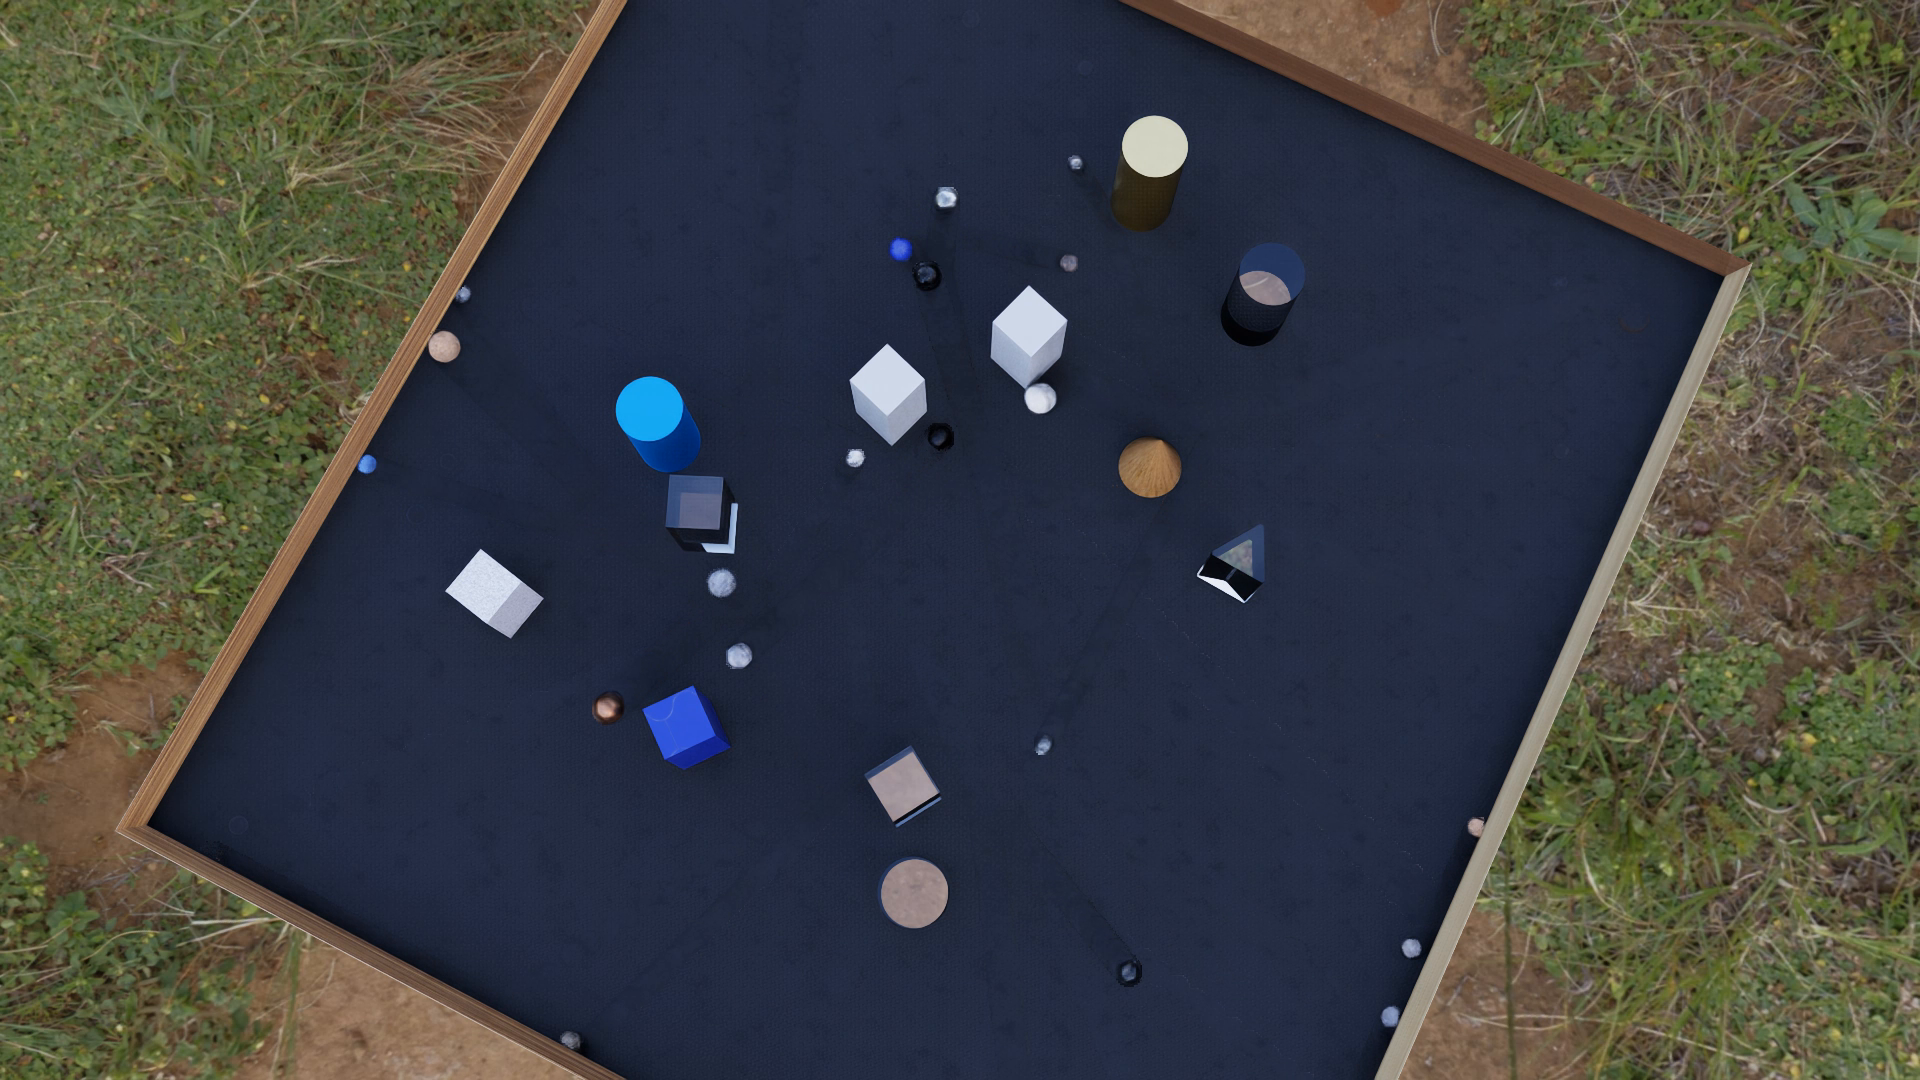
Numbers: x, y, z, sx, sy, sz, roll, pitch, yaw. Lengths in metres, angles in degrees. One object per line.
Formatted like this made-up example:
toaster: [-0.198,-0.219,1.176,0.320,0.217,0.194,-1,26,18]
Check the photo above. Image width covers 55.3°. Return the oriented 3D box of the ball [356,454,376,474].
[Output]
ball: [-1.825,-0.232,5.635,0.058,0.058,0.058,0,78,0]

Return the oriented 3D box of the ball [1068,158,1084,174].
ball: [0.372,-1.193,5.838,0.050,0.050,0.050,0,78,0]

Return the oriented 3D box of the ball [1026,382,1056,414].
ball: [0.249,-0.438,5.658,0.097,0.097,0.097,0,78,0]

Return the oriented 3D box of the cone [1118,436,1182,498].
cone: [0.587,-0.259,5.504,0.194,0.326,0.194,0,78,0]

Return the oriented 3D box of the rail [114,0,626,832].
rail: [-1.592,-0.773,5.711,0.045,0.126,3.744,26,80,5]

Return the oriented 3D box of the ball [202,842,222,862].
ball: [-2.202,0.920,5.398,0.056,0.056,0.056,0,78,0]

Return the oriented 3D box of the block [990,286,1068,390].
block: [0.206,-0.608,5.564,0.156,0.350,0.156,43,82,8]

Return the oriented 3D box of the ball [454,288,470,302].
ball: [-1.562,-0.769,5.751,0.048,0.048,0.048,0,78,0]

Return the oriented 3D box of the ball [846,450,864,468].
ball: [-0.324,-0.250,5.641,0.053,0.053,0.053,0,78,0]

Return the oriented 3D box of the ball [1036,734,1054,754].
ball: [0.252,0.608,5.462,0.055,0.055,0.055,0,78,0]

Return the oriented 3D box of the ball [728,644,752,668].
ball: [-0.662,0.347,5.506,0.075,0.075,0.075,0,78,0]

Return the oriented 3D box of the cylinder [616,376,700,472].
cylinder: [-0.900,-0.342,5.494,0.194,0.378,0.194,0,78,0]

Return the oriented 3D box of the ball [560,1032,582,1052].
ball: [-1.122,1.449,5.287,0.058,0.058,0.058,0,78,0]

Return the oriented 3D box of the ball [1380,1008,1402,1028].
ball: [1.248,1.383,5.300,0.059,0.059,0.059,0,78,0]

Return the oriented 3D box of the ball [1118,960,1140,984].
ball: [0.491,1.255,5.322,0.069,0.069,0.069,0,78,0]

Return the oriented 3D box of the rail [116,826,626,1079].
rail: [-0.827,1.626,5.215,3.608,0.126,0.045,26,80,5]

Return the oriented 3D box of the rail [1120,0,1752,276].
rail: [0.827,-1.612,5.885,3.608,0.126,0.045,26,80,5]

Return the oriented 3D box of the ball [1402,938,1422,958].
ball: [1.317,1.189,5.342,0.056,0.056,0.056,0,78,0]

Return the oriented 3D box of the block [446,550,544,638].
block: [-1.377,0.163,5.436,0.156,0.289,0.156,37,81,7]

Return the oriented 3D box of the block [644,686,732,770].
block: [-0.788,0.548,5.318,0.156,0.363,0.156,-25,79,-5]

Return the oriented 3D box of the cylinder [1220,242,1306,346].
cylinder: [0.916,-0.741,5.569,0.194,0.393,0.194,0,78,0]

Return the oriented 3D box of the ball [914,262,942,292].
ball: [-0.101,-0.825,5.742,0.089,0.089,0.089,0,78,0]

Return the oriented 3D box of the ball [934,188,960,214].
ball: [-0.043,-1.072,5.797,0.081,0.081,0.081,0,78,0]

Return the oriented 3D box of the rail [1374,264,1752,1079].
rail: [1.592,0.786,5.388,0.045,0.126,3.744,26,80,5]

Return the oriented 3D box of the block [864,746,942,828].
block: [-0.163,0.716,5.304,0.156,0.322,0.156,-32,80,-6]

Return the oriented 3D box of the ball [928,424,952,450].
ball: [-0.061,-0.317,5.644,0.075,0.075,0.075,0,78,0]

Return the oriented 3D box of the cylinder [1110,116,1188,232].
cylinder: [0.576,-1.118,5.624,0.194,0.438,0.194,0,78,0]

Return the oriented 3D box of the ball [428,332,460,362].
ball: [-1.602,-0.600,5.691,0.097,0.097,0.097,0,78,0]

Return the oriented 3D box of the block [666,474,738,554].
block: [-0.766,-0.074,5.455,0.156,0.347,0.156,3,78,1]

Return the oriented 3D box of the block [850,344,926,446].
block: [-0.213,-0.434,5.530,0.156,0.346,0.156,44,82,8]

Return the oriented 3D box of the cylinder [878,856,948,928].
cylinder: [-0.130,1.006,5.214,0.194,0.380,0.194,0,78,0]

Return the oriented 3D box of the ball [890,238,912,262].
ball: [-0.185,-0.912,5.769,0.072,0.072,0.072,0,78,0]

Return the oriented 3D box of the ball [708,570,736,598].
ball: [-0.720,0.131,5.547,0.084,0.084,0.084,0,78,0]

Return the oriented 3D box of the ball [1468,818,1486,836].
ball: [1.528,0.850,5.413,0.055,0.055,0.055,0,78,0]

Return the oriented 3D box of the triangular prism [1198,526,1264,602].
triangular prism: [0.833,0.052,5.432,0.168,0.340,0.146,30,80,6]

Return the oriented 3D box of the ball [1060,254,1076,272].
ball: [0.341,-0.872,5.770,0.053,0.053,0.053,0,78,0]

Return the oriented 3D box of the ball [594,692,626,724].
ball: [-1.046,0.500,5.466,0.092,0.092,0.092,0,78,0]
